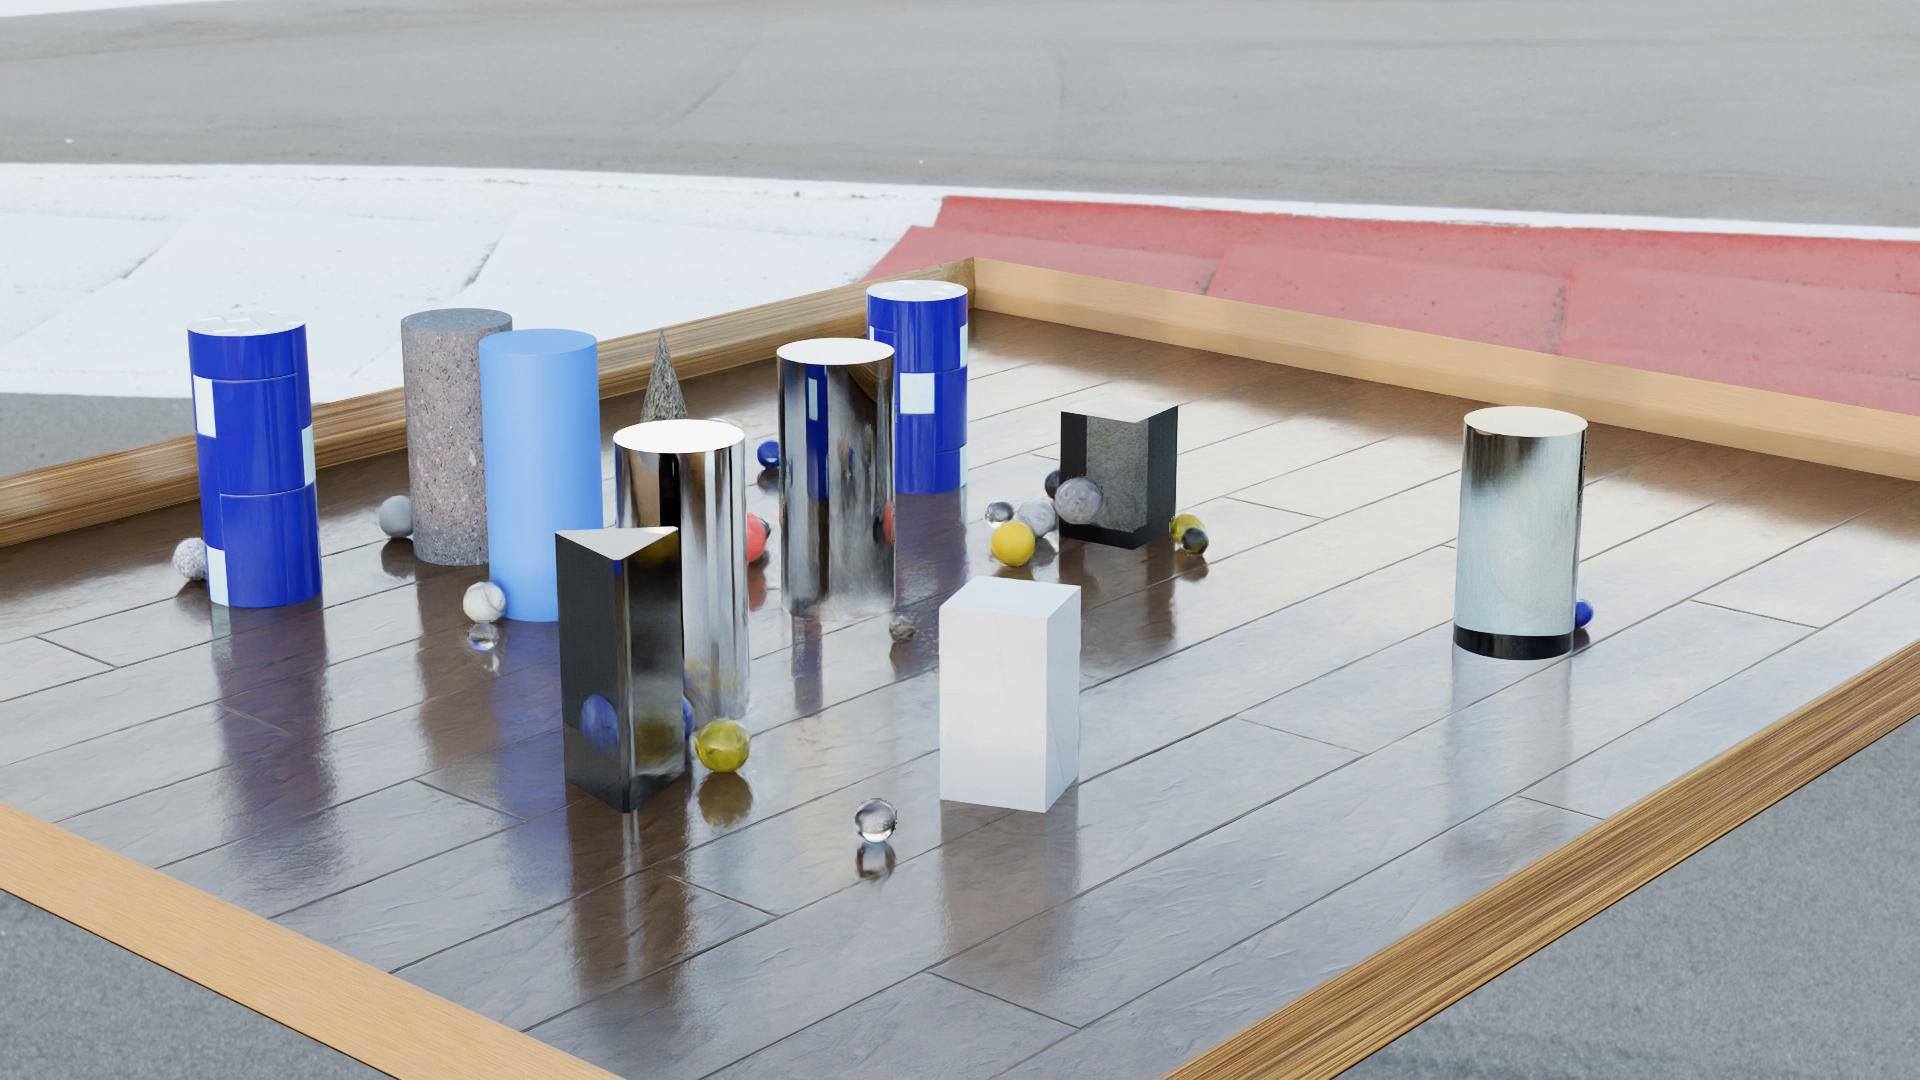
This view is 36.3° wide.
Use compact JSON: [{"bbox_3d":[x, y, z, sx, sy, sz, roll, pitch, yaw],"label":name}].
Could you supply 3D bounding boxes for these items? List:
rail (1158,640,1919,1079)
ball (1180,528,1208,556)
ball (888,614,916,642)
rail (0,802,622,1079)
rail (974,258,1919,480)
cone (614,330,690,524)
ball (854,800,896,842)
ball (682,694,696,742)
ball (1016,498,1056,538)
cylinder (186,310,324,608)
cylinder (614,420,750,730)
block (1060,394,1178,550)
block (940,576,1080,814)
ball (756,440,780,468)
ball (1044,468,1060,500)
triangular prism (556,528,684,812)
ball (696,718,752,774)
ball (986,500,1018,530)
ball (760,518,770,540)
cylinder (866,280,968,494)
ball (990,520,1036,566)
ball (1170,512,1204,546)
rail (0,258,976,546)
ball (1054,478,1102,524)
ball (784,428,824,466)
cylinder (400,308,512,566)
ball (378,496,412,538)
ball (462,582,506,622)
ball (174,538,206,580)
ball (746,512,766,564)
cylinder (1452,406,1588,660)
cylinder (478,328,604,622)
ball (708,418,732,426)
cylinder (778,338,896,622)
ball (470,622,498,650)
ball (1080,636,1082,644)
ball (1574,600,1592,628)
[{"bbox_3d":[1.134,0.316,4.177,0.045,0.129,3.618,14,22,39],"label":"rail"},{"bbox_3d":[0.429,0.002,5.357,0.052,0.052,0.052,0,17,0],"label":"ball"},{"bbox_3d":[-0.096,0.148,4.885,0.046,0.046,0.046,0,17,0],"label":"ball"},{"bbox_3d":[-1.171,0.421,3.829,3.050,0.129,0.045,14,22,39],"label":"rail"},{"bbox_3d":[1.171,-0.356,6.411,3.050,0.129,0.045,14,22,39],"label":"rail"},{"bbox_3d":[-0.556,-0.215,5.514,0.199,0.378,0.199,0,17,0],"label":"cone"},{"bbox_3d":[-0.118,0.390,4.061,0.058,0.058,0.058,0,17,0],"label":"ball"},{"bbox_3d":[-0.444,0.269,4.399,0.093,0.093,0.093,0,17,0],"label":"ball"},{"bbox_3d":[0.142,-0.041,5.466,0.072,0.072,0.072,0,17,0],"label":"ball"},{"bbox_3d":[-1.221,-0.140,5.086,0.199,0.481,0.199,0,17,0],"label":"cylinder"},{"bbox_3d":[-0.427,0.053,4.518,0.199,0.440,0.199,0,17,0],"label":"cylinder"},{"bbox_3d":[0.296,-0.129,5.465,0.159,0.241,0.159,11,20,32],"label":"block"},{"bbox_3d":[0.073,0.220,4.222,0.159,0.291,0.159,6,18,19],"label":"block"},{"bbox_3d":[-0.383,-0.174,5.931,0.058,0.058,0.058,0,17,0],"label":"ball"},{"bbox_3d":[0.195,-0.107,5.699,0.065,0.065,0.065,0,17,0],"label":"ball"},{"bbox_3d":[-0.466,0.175,4.219,0.149,0.377,0.172,-12,21,-35],"label":"triangular prism"},{"bbox_3d":[-0.348,0.302,4.310,0.082,0.082,0.082,0,17,0],"label":"ball"},{"bbox_3d":[0.078,-0.045,5.501,0.060,0.060,0.060,0,17,0],"label":"ball"},{"bbox_3d":[-0.376,-0.017,5.422,0.051,0.051,0.051,0,17,0],"label":"ball"},{"bbox_3d":[-0.084,-0.303,5.793,0.199,0.386,0.199,0,17,0],"label":"cylinder"},{"bbox_3d":[0.096,0.006,5.291,0.082,0.082,0.082,0,17,0],"label":"ball"},{"bbox_3d":[0.421,-0.019,5.410,0.063,0.063,0.063,0,17,0],"label":"ball"},{"bbox_3d":[-1.134,-0.251,6.062,0.045,0.129,3.618,14,22,39],"label":"rail"},{"bbox_3d":[0.217,-0.071,5.383,0.086,0.086,0.086,0,17,0],"label":"ball"},{"bbox_3d":[-0.316,-0.188,5.943,0.079,0.079,0.079,0,17,0],"label":"ball"},{"bbox_3d":[-0.905,-0.189,5.334,0.199,0.432,0.199,0,17,0],"label":"cylinder"},{"bbox_3d":[-1.043,-0.042,5.456,0.079,0.079,0.079,0,17,0],"label":"ball"},{"bbox_3d":[-0.808,0.106,4.979,0.071,0.071,0.071,0,17,0],"label":"ball"},{"bbox_3d":[-1.359,0.034,5.212,0.074,0.074,0.074,0,17,0],"label":"ball"},{"bbox_3d":[-0.399,-0.004,5.296,0.099,0.099,0.099,0,17,0],"label":"ball"},{"bbox_3d":[0.923,-0.013,4.841,0.199,0.378,0.199,0,17,0],"label":"cylinder"},{"bbox_3d":[-0.713,-0.113,5.021,0.199,0.466,0.199,0,17,0],"label":"cylinder"},{"bbox_3d":[-0.498,-0.202,5.968,0.092,0.092,0.092,0,17,0],"label":"ball"},{"bbox_3d":[-0.211,-0.105,5.023,0.199,0.449,0.199,0,17,0],"label":"cylinder"},{"bbox_3d":[-0.787,0.159,4.845,0.047,0.047,0.047,0,17,0],"label":"ball"},{"bbox_3d":[0.163,0.162,4.792,0.071,0.071,0.071,0,17,0],"label":"ball"},{"bbox_3d":[1.045,0.125,4.960,0.046,0.046,0.046,0,17,0],"label":"ball"}]
